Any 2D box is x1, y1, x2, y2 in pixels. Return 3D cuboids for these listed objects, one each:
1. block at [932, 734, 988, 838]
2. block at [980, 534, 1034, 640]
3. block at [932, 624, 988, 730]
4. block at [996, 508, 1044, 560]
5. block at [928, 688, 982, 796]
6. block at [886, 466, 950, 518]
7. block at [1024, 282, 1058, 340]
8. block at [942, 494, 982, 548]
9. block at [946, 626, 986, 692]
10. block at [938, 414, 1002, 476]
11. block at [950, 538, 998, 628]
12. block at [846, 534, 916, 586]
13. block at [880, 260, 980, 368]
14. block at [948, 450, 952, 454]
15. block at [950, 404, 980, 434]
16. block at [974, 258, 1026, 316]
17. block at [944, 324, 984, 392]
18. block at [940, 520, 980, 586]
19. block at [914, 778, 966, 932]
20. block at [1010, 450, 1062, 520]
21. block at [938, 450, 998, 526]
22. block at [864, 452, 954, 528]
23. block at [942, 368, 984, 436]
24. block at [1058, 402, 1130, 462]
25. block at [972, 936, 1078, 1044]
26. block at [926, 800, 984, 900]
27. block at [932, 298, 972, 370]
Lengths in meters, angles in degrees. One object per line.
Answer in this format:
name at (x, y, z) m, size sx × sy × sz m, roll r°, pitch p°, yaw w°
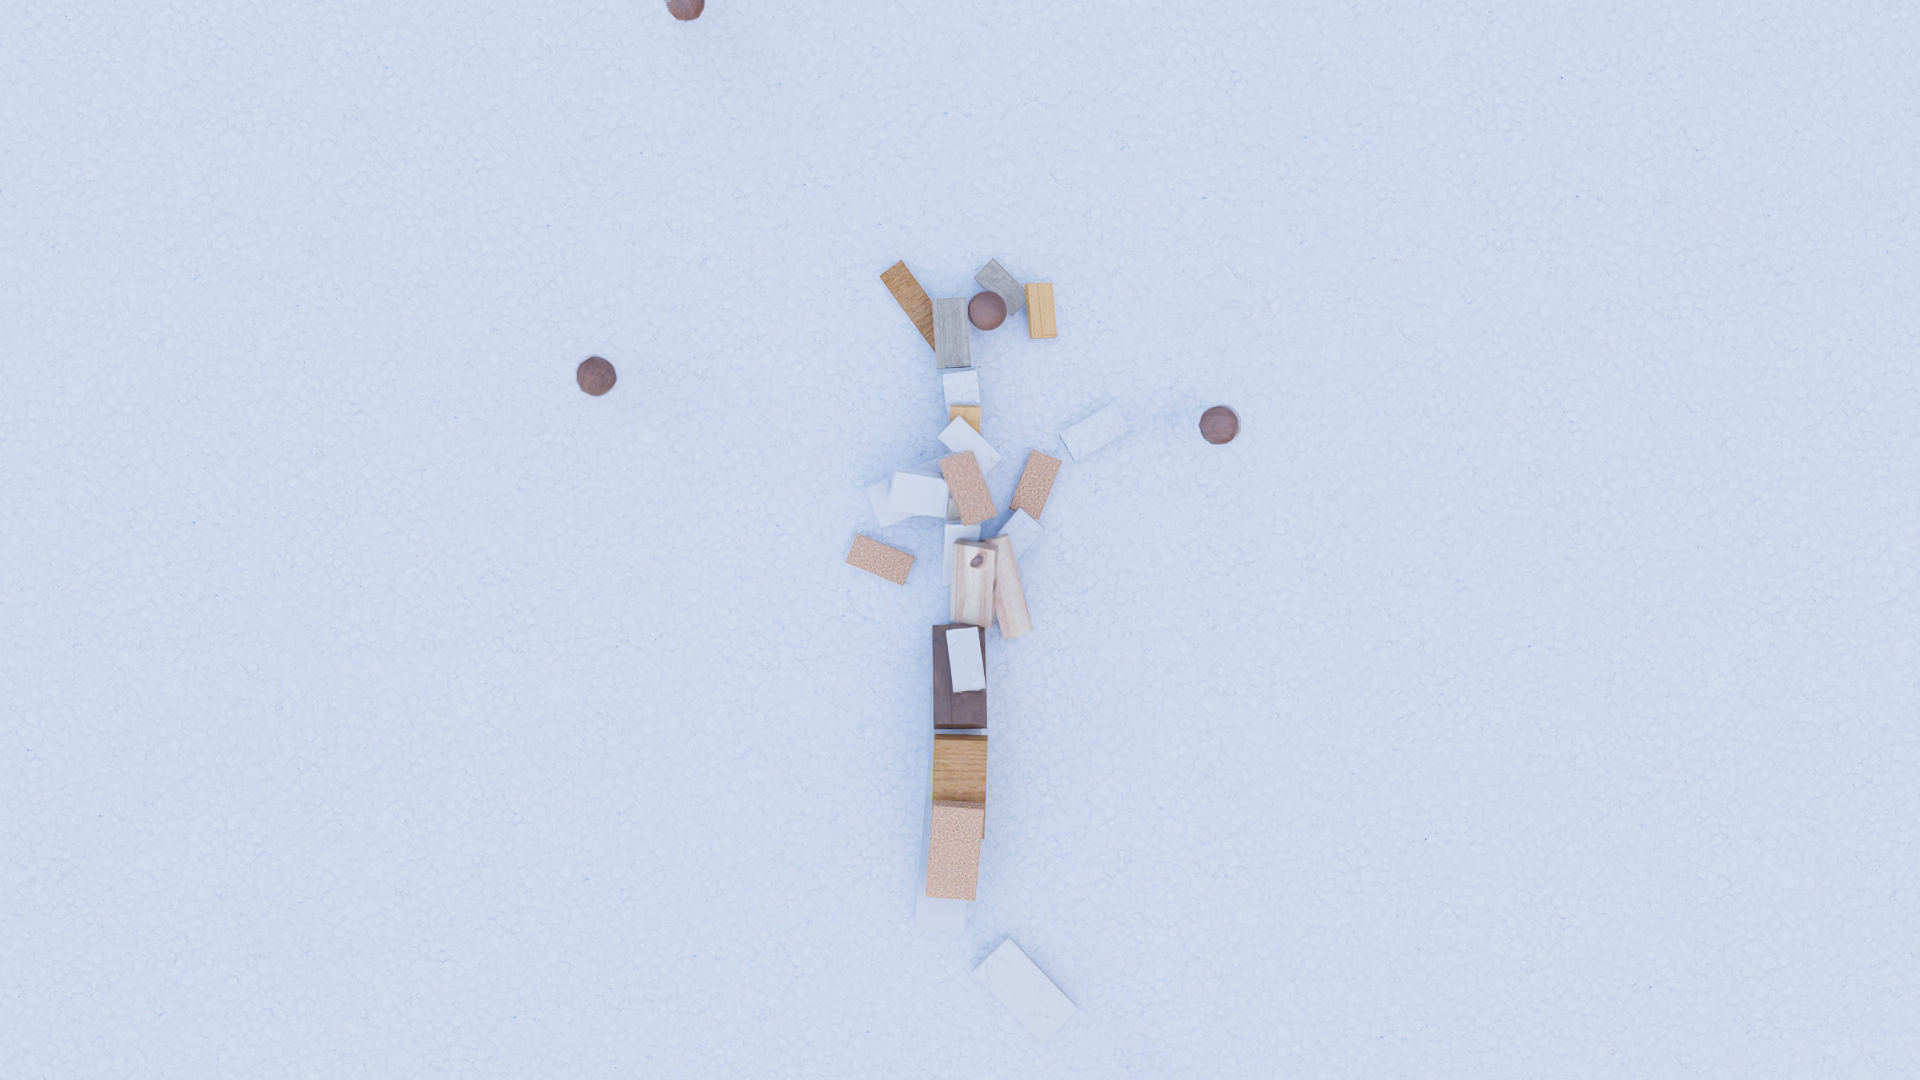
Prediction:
block at (-0.002, 0.802, 5.367) m, size 0.174 × 0.049 × 0.347 m, roll 2°, pitch 107°, yaw 0°
block at (0.151, 0.155, 5.432) m, size 0.104 × 0.029 × 0.347 m, roll -15°, pitch 108°, yaw 0°
block at (-0.002, 0.446, 5.399) m, size 0.174 × 0.049 × 0.347 m, roll -1°, pitch 63°, yaw -1°
block at (0.161, 0.017, 5.469) m, size 0.106 × 0.030 × 0.242 m, roll 41°, pitch 98°, yaw 0°
block at (-0.017, 0.664, 5.429) m, size 0.174 × 0.049 × 0.347 m, roll 1°, pitch 90°, yaw 0°
block at (-0.086, -0.150, 5.384) m, size 0.284 × 0.040 × 0.142 m, roll 9°, pitch 121°, yaw -11°
block at (0.269, -0.760, 5.471) m, size 0.091 × 0.026 × 0.182 m, roll -5°, pitch 90°, yaw -22°
block at (0.008, -0.045, 5.419) m, size 0.113 × 0.032 × 0.226 m, roll 2°, pitch 123°, yaw -8°
block at (0.018, 0.390, 5.383) m, size 0.104 × 0.029 × 0.208 m, roll -6°, pitch 64°, yaw -4°
block at (0.034, -0.305, 5.402) m, size 0.200 × 0.028 × 0.100 m, roll 43°, pitch 97°, yaw -5°
block at (0.046, 0.144, 5.403) m, size 0.142 × 0.040 × 0.284 m, roll 10°, pitch 116°, yaw 16°
block at (-0.265, 0.065, 5.485) m, size 0.208 × 0.029 × 0.104 m, roll 22°, pitch 90°, yaw 0°
block at (-0.101, -0.725, 5.487) m, size 0.091 × 0.026 × 0.441 m, roll -36°, pitch 90°, yaw 0°
block at (0.005, -0.216, 5.458) m, size 0.100 × 0.028 × 0.200 m, roll 7°, pitch 106°, yaw 0°
block at (0.015, -0.347, 5.446) m, size 0.100 × 0.028 × 0.200 m, roll 1°, pitch 114°, yaw 0°
block at (0.142, -0.841, 5.487) m, size 0.091 × 0.026 × 0.182 m, roll -45°, pitch 90°, yaw 0°
block at (0.000, -0.594, 5.458) m, size 0.113 × 0.032 × 0.227 m, roll -11°, pitch 90°, yaw 0°
block at (0.001, 0.045, 5.426) m, size 0.113 × 0.032 × 0.226 m, roll 1°, pitch 117°, yaw -7°
block at (-0.039, 0.929, 5.477) m, size 0.165 × 0.047 × 0.727 m, roll 5°, pitch 90°, yaw 0°
block at (0.251, -0.184, 5.485) m, size 0.106 × 0.030 × 0.212 m, roll 22°, pitch 90°, yaw 0°
block at (0.025, -0.169, 5.331) m, size 0.113 × 0.032 × 0.226 m, roll -20°, pitch 84°, yaw -16°
block at (-0.141, -0.165, 5.442) m, size 0.314 × 0.040 × 0.142 m, roll -21°, pitch 104°, yaw 8°
block at (0.009, -0.450, 5.437) m, size 0.113 × 0.032 × 0.227 m, roll -8°, pitch 114°, yaw -1°
block at (0.447, -0.359, 5.485) m, size 0.212 × 0.030 × 0.106 m, roll -30°, pitch 90°, yaw 0°
block at (0.216, 1.491, 5.477) m, size 0.165 × 0.047 × 0.330 m, roll -44°, pitch 90°, yaw 0°
block at (-0.018, 1.013, 5.382) m, size 0.165 × 0.047 × 0.330 m, roll 4°, pitch 107°, yaw -1°
block at (-0.028, -0.680, 5.426) m, size 0.113 × 0.032 × 0.227 m, roll -4°, pitch 90°, yaw 0°
